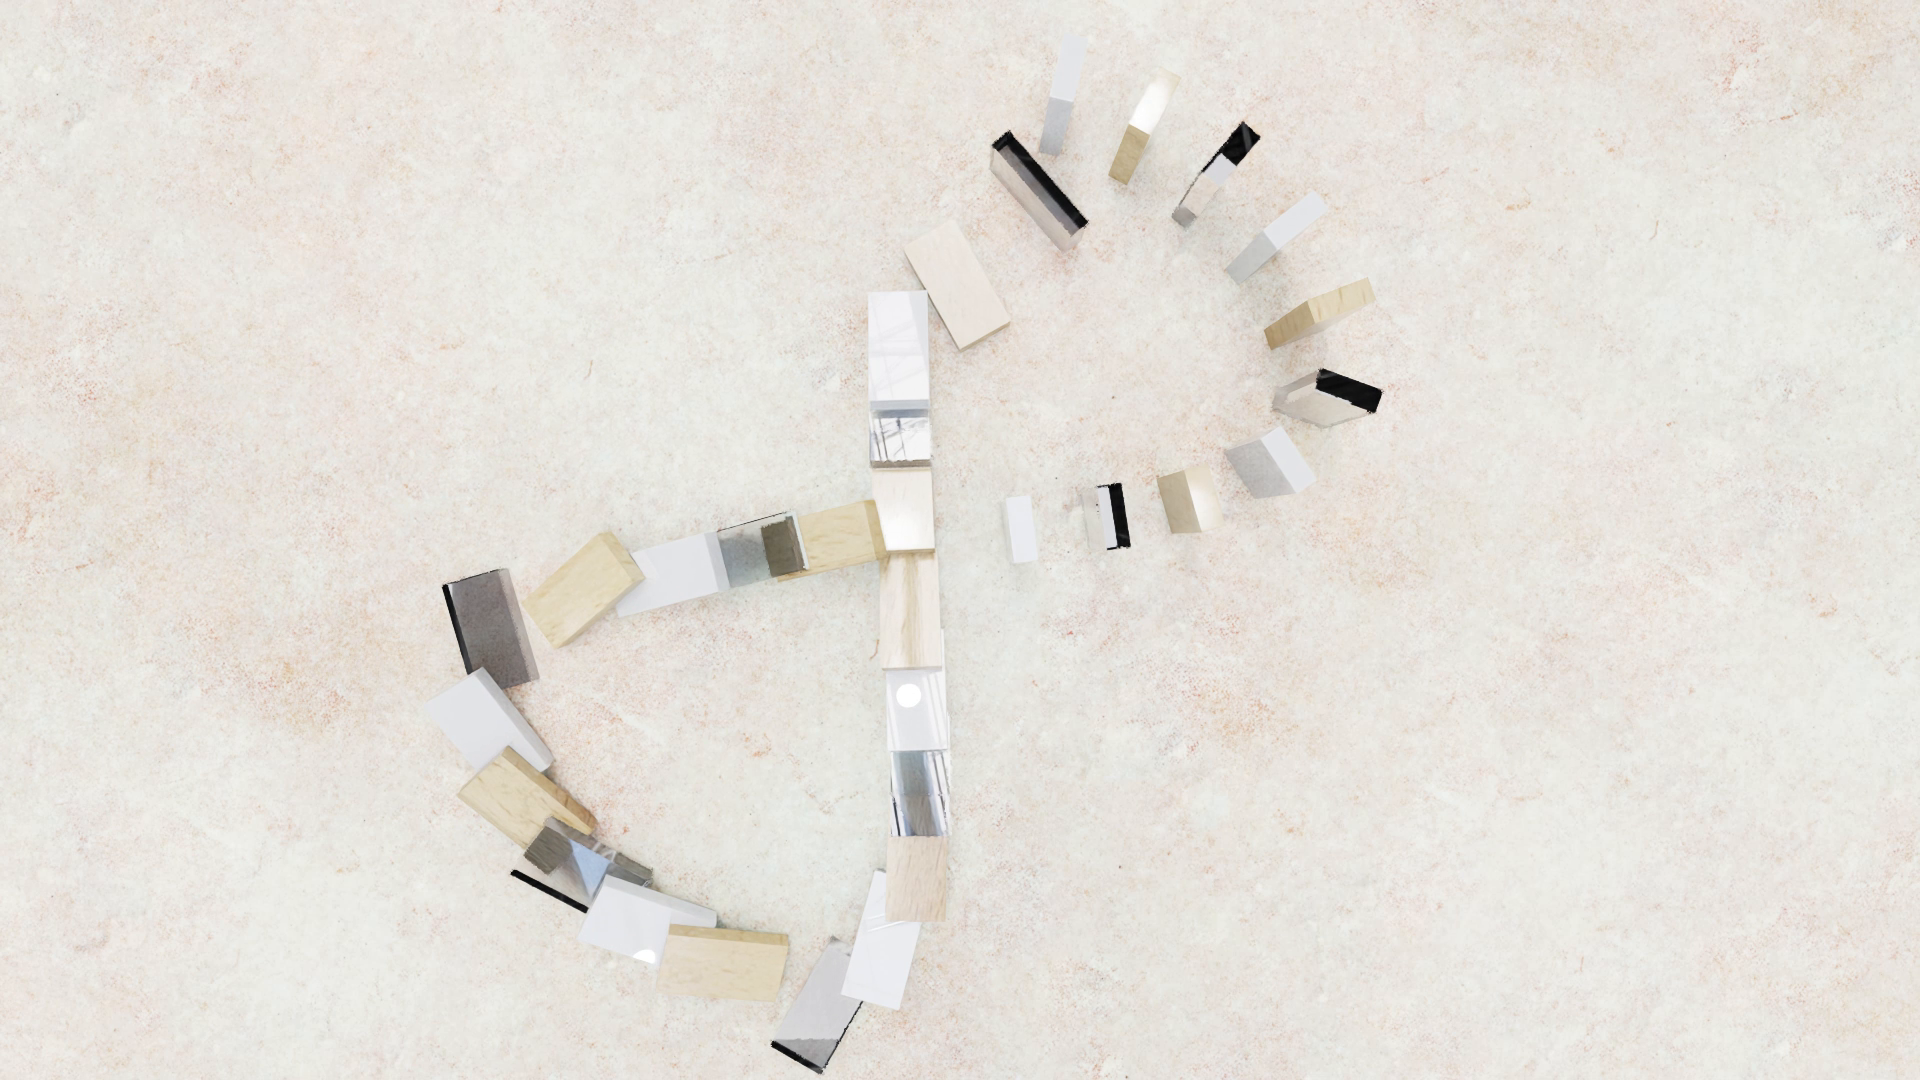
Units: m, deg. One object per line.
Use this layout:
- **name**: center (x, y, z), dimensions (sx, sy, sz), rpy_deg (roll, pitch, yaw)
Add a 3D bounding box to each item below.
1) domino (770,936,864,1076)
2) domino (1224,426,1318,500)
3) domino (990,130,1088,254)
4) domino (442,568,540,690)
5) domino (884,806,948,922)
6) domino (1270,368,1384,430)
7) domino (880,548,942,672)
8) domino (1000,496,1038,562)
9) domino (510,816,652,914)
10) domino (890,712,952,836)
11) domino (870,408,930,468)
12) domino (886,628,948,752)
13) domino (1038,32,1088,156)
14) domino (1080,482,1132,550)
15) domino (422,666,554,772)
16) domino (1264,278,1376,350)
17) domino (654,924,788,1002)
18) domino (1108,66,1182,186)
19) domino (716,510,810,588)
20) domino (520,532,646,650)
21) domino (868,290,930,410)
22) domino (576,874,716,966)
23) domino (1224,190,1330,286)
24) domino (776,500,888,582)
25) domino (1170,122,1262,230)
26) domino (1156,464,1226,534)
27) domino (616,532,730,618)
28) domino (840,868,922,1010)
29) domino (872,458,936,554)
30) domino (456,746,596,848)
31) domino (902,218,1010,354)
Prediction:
- **domino**: center (-0.058, 0.200, 0.395), dimensions (0.025, 0.010, 0.050), rpy_deg (30, 90, 0)
- **domino**: center (0.126, -0.031, 0.375), dimensions (0.010, 0.050, 0.025), rpy_deg (-34, 90, 0)
- **domino**: center (0.033, -0.146, 0.388), dimensions (0.009, 0.025, 0.050), rpy_deg (-41, 90, 0)
- **domino**: center (-0.202, 0.040, 0.395), dimensions (0.025, 0.010, 0.050), rpy_deg (-16, 90, 0)
- **domino**: center (-0.018, 0.134, 0.388), dimensions (0.025, 0.009, 0.050), rpy_deg (1, 74, 0)
- **domino**: center (0.149, -0.057, 0.375), dimensions (0.025, 0.050, 0.009), rpy_deg (20, 90, 0)
- **domino**: center (-0.021, 0.029, 0.389), dimensions (0.025, 0.010, 0.050), rpy_deg (-2, 74, 0)
- **domino**: center (0.024, -0.004, 0.375), dimensions (0.010, 0.050, 0.025), rpy_deg (-8, 90, 0)
- **domino**: center (-0.160, 0.141, 0.388), dimensions (0.050, 0.009, 0.025), rpy_deg (37, 90, -17)
- **domino**: center (-0.017, 0.099, 0.389), dimensions (0.025, 0.009, 0.050), rpy_deg (-1, 74, 0)
- **domino**: center (-0.025, -0.056, 0.389), dimensions (0.025, 0.009, 0.050), rpy_deg (-1, 74, 0)
- **domino**: center (-0.018, 0.064, 0.389), dimensions (0.025, 0.010, 0.050), rpy_deg (-2, 74, 0)
- **domino**: center (0.042, -0.181, 0.375), dimensions (0.009, 0.050, 0.025), rpy_deg (13, 90, 0)
- **domino**: center (0.059, -0.009, 0.375), dimensions (0.010, 0.050, 0.025), rpy_deg (-9, 90, 0)
- **domino**: center (-0.199, 0.082, 0.389), dimensions (0.025, 0.009, 0.050), rpy_deg (-31, 105, 0)
- **domino**: center (0.146, -0.092, 0.375), dimensions (0.025, 0.050, 0.010), rpy_deg (-21, 90, 0)
- **domino**: center (-0.101, 0.179, 0.388), dimensions (0.050, 0.009, 0.025), rpy_deg (13, 92, -16)
- **domino**: center (0.075, -0.168, 0.375), dimensions (0.010, 0.050, 0.025), rpy_deg (28, 90, 0)
- **domino**: center (-0.090, 0.006, 0.388), dimensions (0.050, 0.009, 0.025), rpy_deg (-14, 90, 19)
- **domino**: center (-0.160, 0.022, 0.388), dimensions (0.050, 0.009, 0.025), rpy_deg (-38, 88, 15)
- **domino**: center (-0.026, -0.080, 0.386), dimensions (0.025, 0.010, 0.050), rpy_deg (-2, 74, 0)
- **domino**: center (-0.132, 0.163, 0.388), dimensions (0.050, 0.010, 0.025), rpy_deg (27, 90, -16)
- **domino**: center (0.128, -0.122, 0.375), dimensions (0.025, 0.050, 0.010), rpy_deg (-38, 90, 0)
- **domino**: center (-0.057, 0.001, 0.385), dimensions (0.050, 0.009, 0.025), rpy_deg (-13, 90, 25)
- **domino**: center (0.104, -0.148, 0.375), dimensions (0.010, 0.050, 0.025), rpy_deg (40, 90, 0)
- **domino**: center (0.094, -0.016, 0.375), dimensions (0.010, 0.050, 0.025), rpy_deg (-16, 90, 0)
- **domino**: center (-0.124, 0.015, 0.388), dimensions (0.050, 0.009, 0.025), rpy_deg (-14, 90, 17)
- **domino**: center (-0.031, 0.169, 0.389), dimensions (0.025, 0.010, 0.050), rpy_deg (16, 75, 0)
- **domino**: center (-0.024, -0.020, 0.391), dimensions (0.025, 0.009, 0.050), rpy_deg (-3, 79, 0)
- **domino**: center (-0.183, 0.114, 0.388), dimensions (0.025, 0.009, 0.050), rpy_deg (-42, 107, 0)
- **domino**: center (-0.001, -0.109, 0.395), dimensions (0.025, 0.010, 0.050), rpy_deg (-29, 90, 0)
